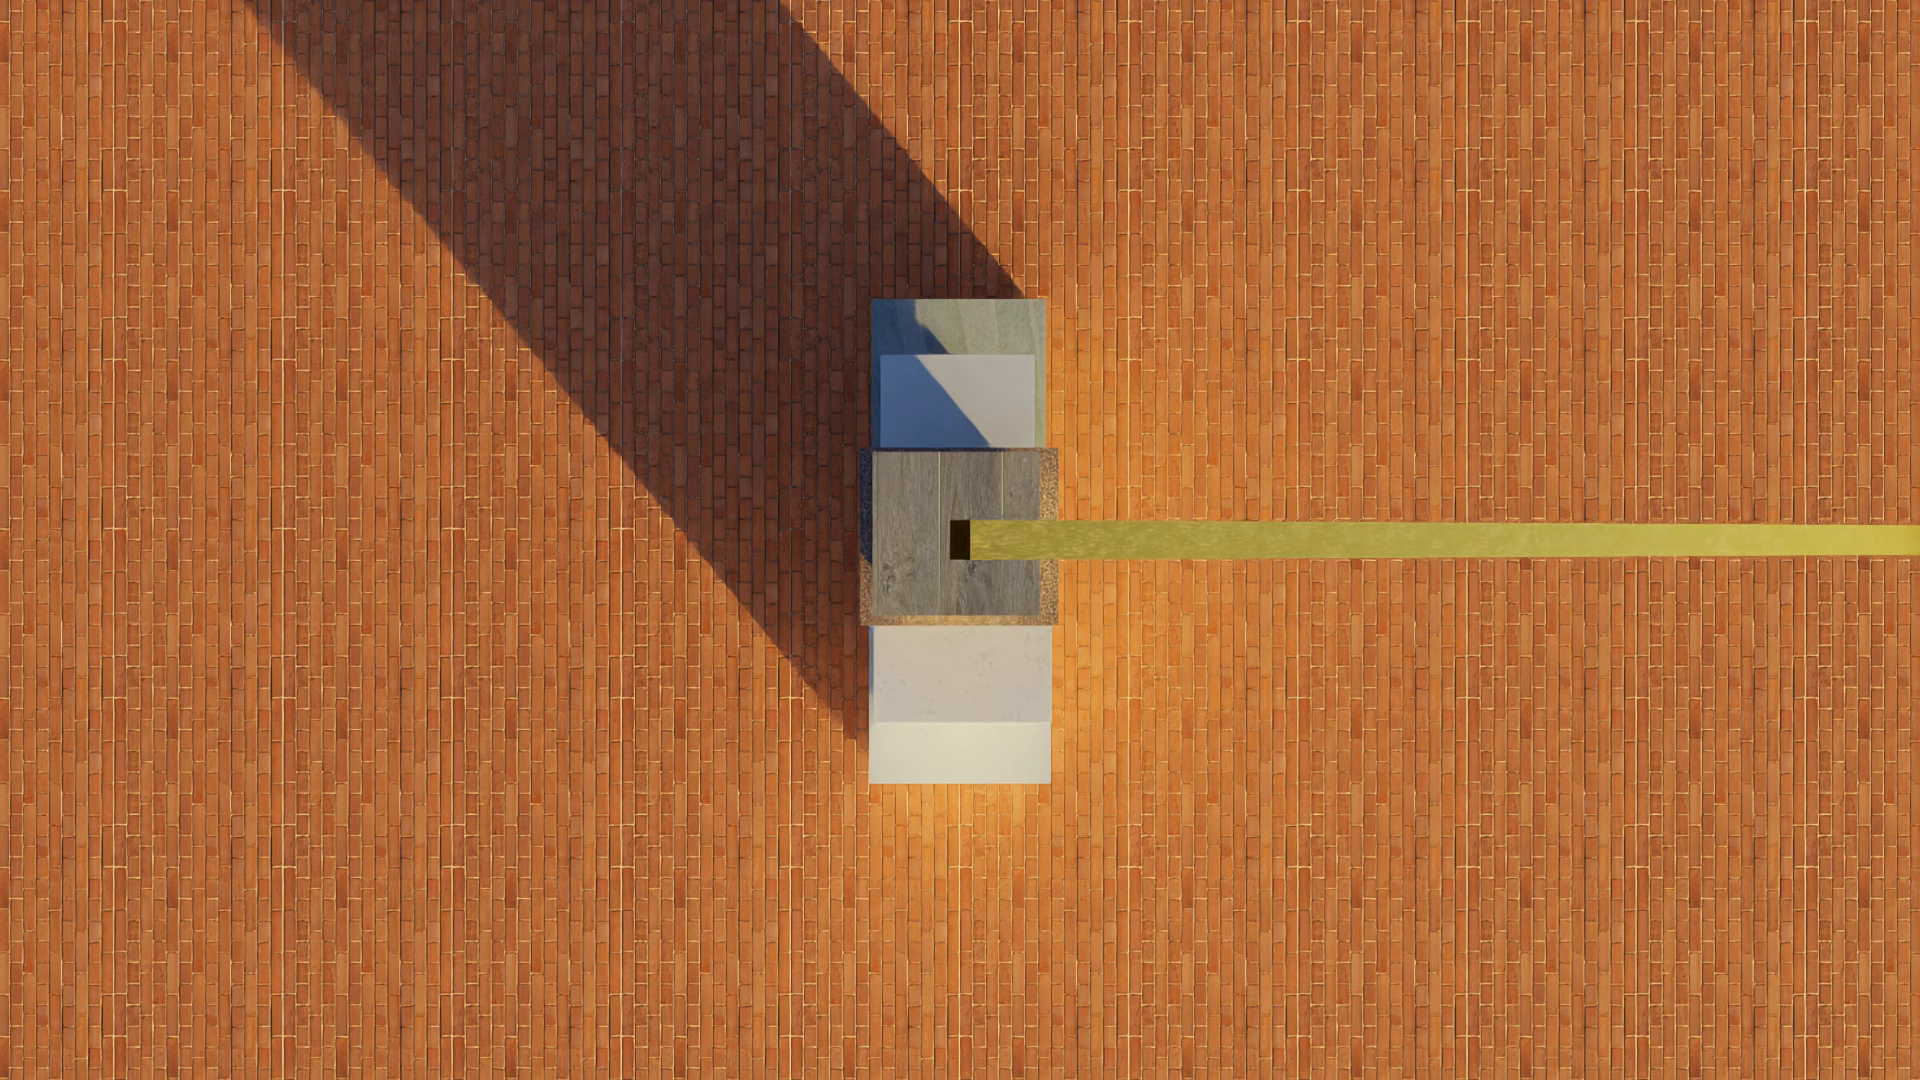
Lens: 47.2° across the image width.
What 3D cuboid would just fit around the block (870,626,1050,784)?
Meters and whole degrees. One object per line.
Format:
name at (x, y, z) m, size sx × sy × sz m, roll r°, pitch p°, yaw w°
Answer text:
block at (0.000, 0.871, 12.531) m, size 0.998 × 0.938 × 0.929 m, roll 0°, pitch 90°, yaw 0°

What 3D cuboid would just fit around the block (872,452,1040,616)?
block at (-0.016, -0.022, 9.135) m, size 0.664 × 0.765 × 0.650 m, roll 0°, pitch 90°, yaw 0°

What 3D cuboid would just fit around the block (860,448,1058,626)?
block at (-0.004, -0.011, 10.575) m, size 0.913 × 0.898 × 0.821 m, roll 0°, pitch 90°, yaw 0°

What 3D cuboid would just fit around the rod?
rod at (2.234, 0.000, 5.780) m, size 5.200 × 0.080 × 0.080 m, roll 0°, pitch 90°, yaw -31°

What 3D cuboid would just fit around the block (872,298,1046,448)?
block at (-0.006, -0.894, 12.594) m, size 0.967 × 0.811 × 0.884 m, roll 0°, pitch 90°, yaw 0°

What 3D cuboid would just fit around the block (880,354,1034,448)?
block at (-0.012, -0.526, 11.623) m, size 0.782 × 0.893 × 0.816 m, roll 0°, pitch 89°, yaw 0°

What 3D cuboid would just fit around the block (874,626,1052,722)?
block at (0.014, 0.409, 11.541) m, size 0.893 × 1.040 × 1.022 m, roll 0°, pitch 90°, yaw 0°
